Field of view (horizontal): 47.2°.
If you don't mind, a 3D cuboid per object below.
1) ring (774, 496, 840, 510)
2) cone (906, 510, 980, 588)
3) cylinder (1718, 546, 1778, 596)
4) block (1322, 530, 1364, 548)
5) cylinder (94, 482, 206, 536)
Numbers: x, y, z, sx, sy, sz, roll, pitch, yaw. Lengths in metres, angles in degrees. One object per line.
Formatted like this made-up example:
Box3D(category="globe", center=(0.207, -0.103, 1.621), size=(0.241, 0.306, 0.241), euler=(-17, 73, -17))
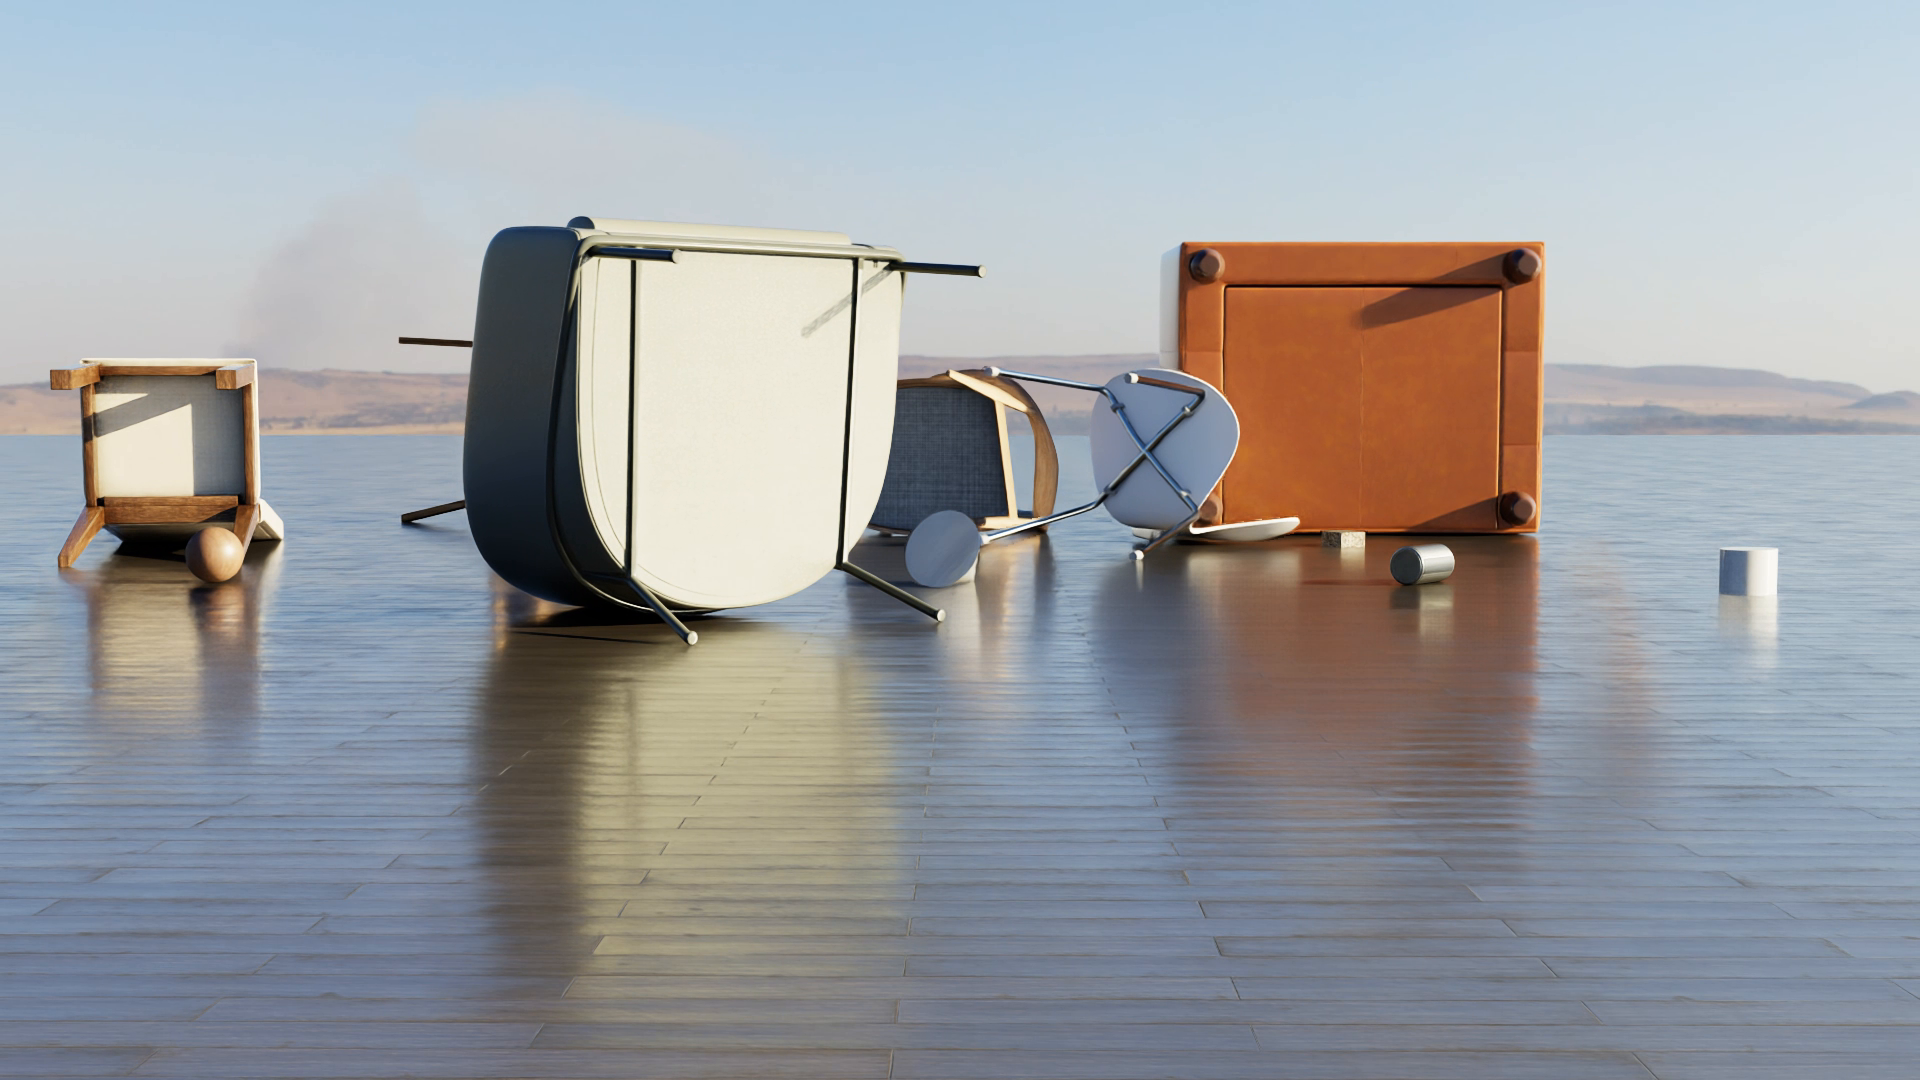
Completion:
Box3D(category="ring", center=(-0.579, -0.141, 8.318), size=(0.217, 0.039, 0.281), euler=(5, 6, 44))
Box3D(category="cone", center=(-0.004, 0.058, 5.080), size=(0.186, 0.192, 0.184), euler=(-10, -28, 21))
Box3D(category="cylinder", center=(1.732, 0.068, 4.830), size=(0.137, 0.099, 0.100), euler=(-2, 4, -24))
Box3D(category="block", center=(1.097, -0.004, 6.296), size=(0.083, 0.041, 0.091), euler=(-2, 4, -28))
Box3D(category="cylinder", center=(-2.533, -0.100, 6.883), size=(0.223, 0.135, 0.248), euler=(29, 16, 24))
